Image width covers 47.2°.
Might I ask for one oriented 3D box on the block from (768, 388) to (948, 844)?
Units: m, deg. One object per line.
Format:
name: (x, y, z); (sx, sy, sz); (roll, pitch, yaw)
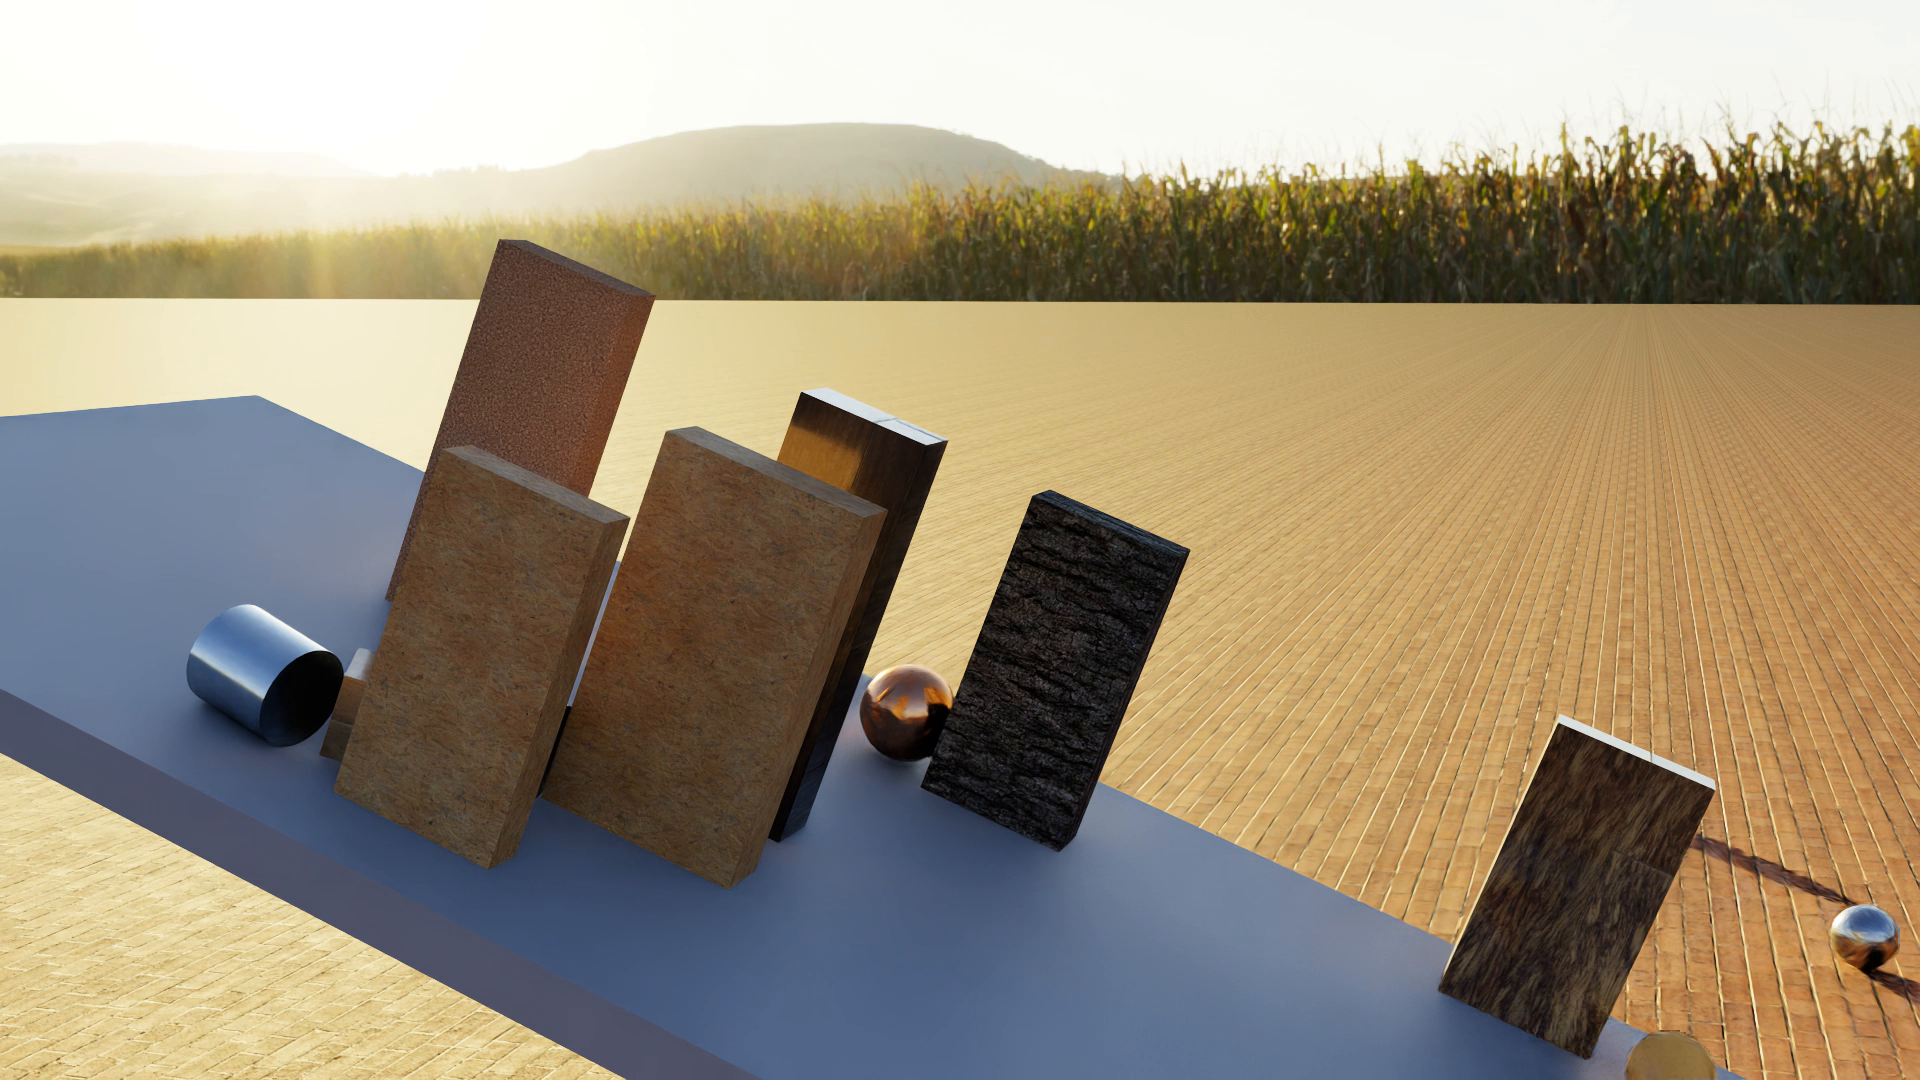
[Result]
block: (-0.287, 0.137, 4.028); (0.251, 0.789, 0.132); (24, 13, 13)

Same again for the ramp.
ramp: (-0.318, 0.572, 4.202); (4.000, 0.100, 2.000); (24, 13, 13)

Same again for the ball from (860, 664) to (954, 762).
ball: (-0.109, 0.368, 4.682); (0.208, 0.208, 0.208); (0, 7, 0)

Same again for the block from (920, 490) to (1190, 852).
block: (0.195, 0.268, 4.539); (0.320, 0.663, 0.139); (24, 13, 13)

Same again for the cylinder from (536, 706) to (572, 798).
cylinder: (-0.794, 0.332, 3.793); (0.186, 0.186, 0.186); (24, 13, 13)

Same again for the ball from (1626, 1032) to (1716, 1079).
ball: (1.388, 1.047, 4.295); (0.170, 0.170, 0.170); (0, 7, 0)

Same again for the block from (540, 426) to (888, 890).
block: (-0.426, 0.199, 3.773); (0.375, 0.692, 0.125); (24, 13, 13)

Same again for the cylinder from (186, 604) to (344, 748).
cylinder: (-1.159, 0.226, 3.671); (0.178, 0.178, 0.178); (27, 18, 25)

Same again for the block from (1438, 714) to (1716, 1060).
block: (1.250, 0.706, 4.476); (0.325, 0.618, 0.091); (24, 13, 13)

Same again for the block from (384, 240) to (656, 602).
block: (-0.890, -0.182, 4.433); (0.306, 0.782, 0.110); (24, 13, 13)

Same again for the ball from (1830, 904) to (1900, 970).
ball: (2.416, 1.059, 5.872); (0.170, 0.170, 0.170); (0, 7, 0)

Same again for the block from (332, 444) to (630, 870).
block: (-0.765, 0.185, 3.501); (0.298, 0.600, 0.091); (24, 13, 13)

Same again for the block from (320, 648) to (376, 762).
block: (-0.982, 0.295, 3.738); (0.149, 0.149, 0.149); (18, 13, -11)
